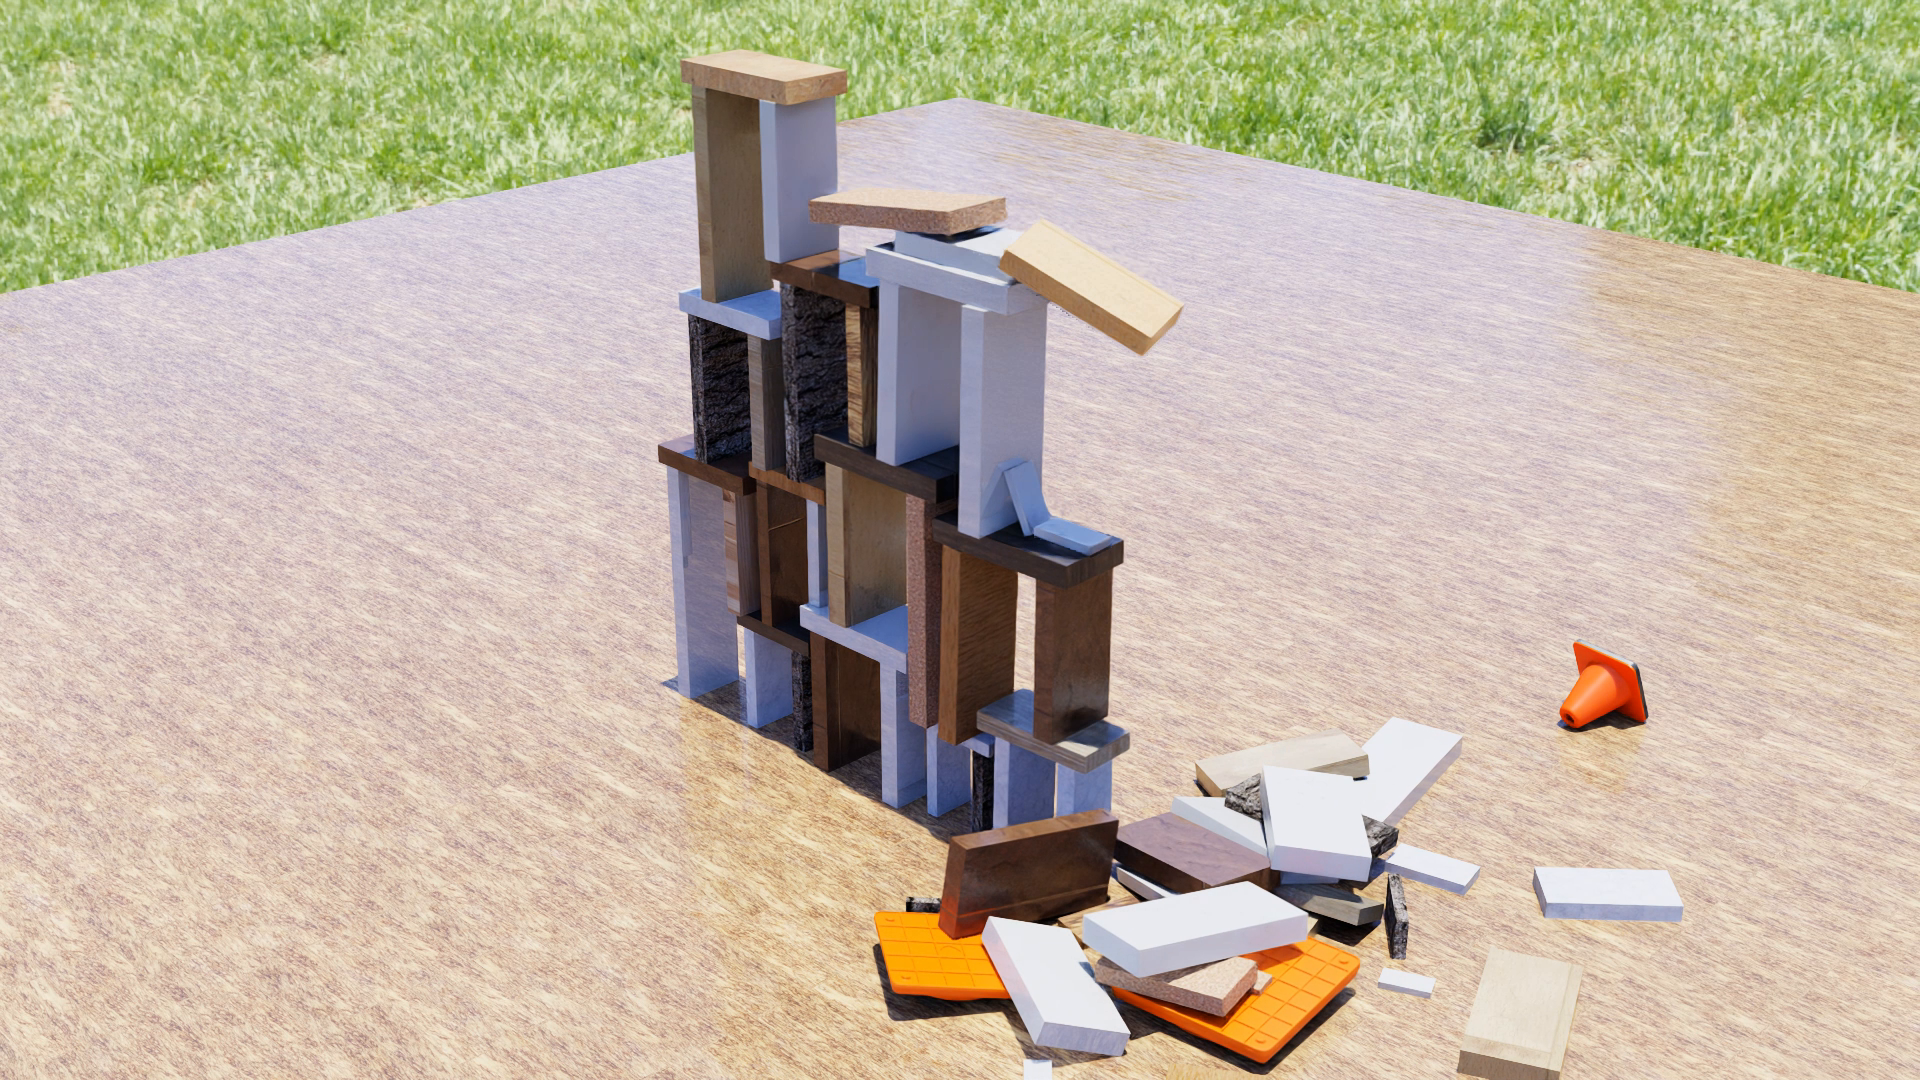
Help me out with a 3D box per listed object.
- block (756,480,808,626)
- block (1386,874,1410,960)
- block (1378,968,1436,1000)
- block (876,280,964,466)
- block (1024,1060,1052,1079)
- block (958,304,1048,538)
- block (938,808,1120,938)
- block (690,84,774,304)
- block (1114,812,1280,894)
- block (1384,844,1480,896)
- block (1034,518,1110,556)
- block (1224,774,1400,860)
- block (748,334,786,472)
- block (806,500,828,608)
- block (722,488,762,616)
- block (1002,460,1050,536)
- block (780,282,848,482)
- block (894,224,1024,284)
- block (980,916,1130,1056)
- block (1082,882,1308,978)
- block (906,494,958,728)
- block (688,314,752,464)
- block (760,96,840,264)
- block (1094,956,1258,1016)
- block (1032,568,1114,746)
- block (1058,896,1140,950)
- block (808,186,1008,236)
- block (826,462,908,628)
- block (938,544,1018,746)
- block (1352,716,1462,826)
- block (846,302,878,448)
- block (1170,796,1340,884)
[{"bbox_3d":[-0.368,0.013,4.630,0.033,0.328,0.117,21,31,41],"label":"block"},{"bbox_3d":[0.801,0.689,4.032,0.023,0.081,0.162,2,23,5],"label":"block"},{"bbox_3d":[0.791,0.785,3.894,0.094,0.013,0.047,9,25,20],"label":"block"},{"bbox_3d":[-0.072,-0.334,4.155,0.180,0.359,0.051,-21,33,-40],"label":"block"},{"bbox_3d":[0.129,0.894,3.638,0.047,0.013,0.094,1,23,1],"label":"block"},{"bbox_3d":[0.078,-0.234,4.014,0.051,0.434,0.180,20,30,36],"label":"block"},{"bbox_3d":[0.128,0.608,4.031,0.354,0.177,0.050,-5,22,-36],"label":"block"},{"bbox_3d":[-0.455,-0.706,4.425,0.156,0.437,0.044,-21,31,-40],"label":"block"},{"bbox_3d":[0.433,0.600,4.142,0.162,0.046,0.325,-12,17,-31],"label":"block"},{"bbox_3d":[0.910,0.634,4.237,0.162,0.023,0.081,14,27,30],"label":"block"},{"bbox_3d":[0.205,-0.007,4.009,0.127,0.018,0.063,21,31,36],"label":"block"},{"bbox_3d":[0.684,0.542,4.291,0.317,0.035,0.125,20,23,34],"label":"block"},{"bbox_3d":[-0.360,-0.296,4.488,0.143,0.286,0.041,-21,31,-41],"label":"block"},{"bbox_3d":[-0.257,0.011,4.510,0.033,0.233,0.117,21,30,41],"label":"block"},{"bbox_3d":[-0.433,0.008,4.696,0.040,0.284,0.142,21,31,41],"label":"block"},{"bbox_3d":[0.125,-0.077,4.044,0.018,0.127,0.063,-12,9,45],"label":"block"},{"bbox_3d":[-0.287,-0.329,4.404,0.040,0.412,0.142,21,31,40],"label":"block"},{"bbox_3d":[0.038,-0.526,3.961,0.294,0.042,0.147,21,31,40],"label":"block"},{"bbox_3d":[0.162,0.771,3.815,0.162,0.046,0.325,13,18,-22],"label":"block"},{"bbox_3d":[0.412,0.678,3.844,0.354,0.050,0.177,-6,14,-29],"label":"block"},{"bbox_3d":[-0.023,0.117,4.299,0.049,0.484,0.172,21,31,41],"label":"block"},{"bbox_3d":[-0.495,-0.333,4.620,0.041,0.322,0.143,21,31,41],"label":"block"},{"bbox_3d":[-0.310,-0.707,4.265,0.044,0.311,0.156,21,31,40],"label":"block"},{"bbox_3d":[0.372,0.744,3.792,0.250,0.035,0.125,9,26,33],"label":"block"},{"bbox_3d":[0.210,0.201,4.085,0.046,0.328,0.164,21,30,39],"label":"block"},{"bbox_3d":[0.271,0.707,4.065,0.163,0.023,0.081,-13,26,-27],"label":"block"},{"bbox_3d":[-0.100,-0.610,4.068,0.147,0.042,0.380,-21,24,-40],"label":"block"},{"bbox_3d":[-0.186,-0.011,4.422,0.172,0.345,0.049,-21,31,-41],"label":"block"},{"bbox_3d":[0.036,0.181,4.240,0.046,0.412,0.164,23,32,39],"label":"block"},{"bbox_3d":[0.846,0.512,4.496,0.159,0.045,0.567,14,27,30],"label":"block"},{"bbox_3d":[-0.151,-0.335,4.254,0.142,0.284,0.040,-21,30,-40],"label":"block"},{"bbox_3d":[0.569,0.578,4.248,0.159,0.045,0.319,7,13,-39],"label":"block"}]
